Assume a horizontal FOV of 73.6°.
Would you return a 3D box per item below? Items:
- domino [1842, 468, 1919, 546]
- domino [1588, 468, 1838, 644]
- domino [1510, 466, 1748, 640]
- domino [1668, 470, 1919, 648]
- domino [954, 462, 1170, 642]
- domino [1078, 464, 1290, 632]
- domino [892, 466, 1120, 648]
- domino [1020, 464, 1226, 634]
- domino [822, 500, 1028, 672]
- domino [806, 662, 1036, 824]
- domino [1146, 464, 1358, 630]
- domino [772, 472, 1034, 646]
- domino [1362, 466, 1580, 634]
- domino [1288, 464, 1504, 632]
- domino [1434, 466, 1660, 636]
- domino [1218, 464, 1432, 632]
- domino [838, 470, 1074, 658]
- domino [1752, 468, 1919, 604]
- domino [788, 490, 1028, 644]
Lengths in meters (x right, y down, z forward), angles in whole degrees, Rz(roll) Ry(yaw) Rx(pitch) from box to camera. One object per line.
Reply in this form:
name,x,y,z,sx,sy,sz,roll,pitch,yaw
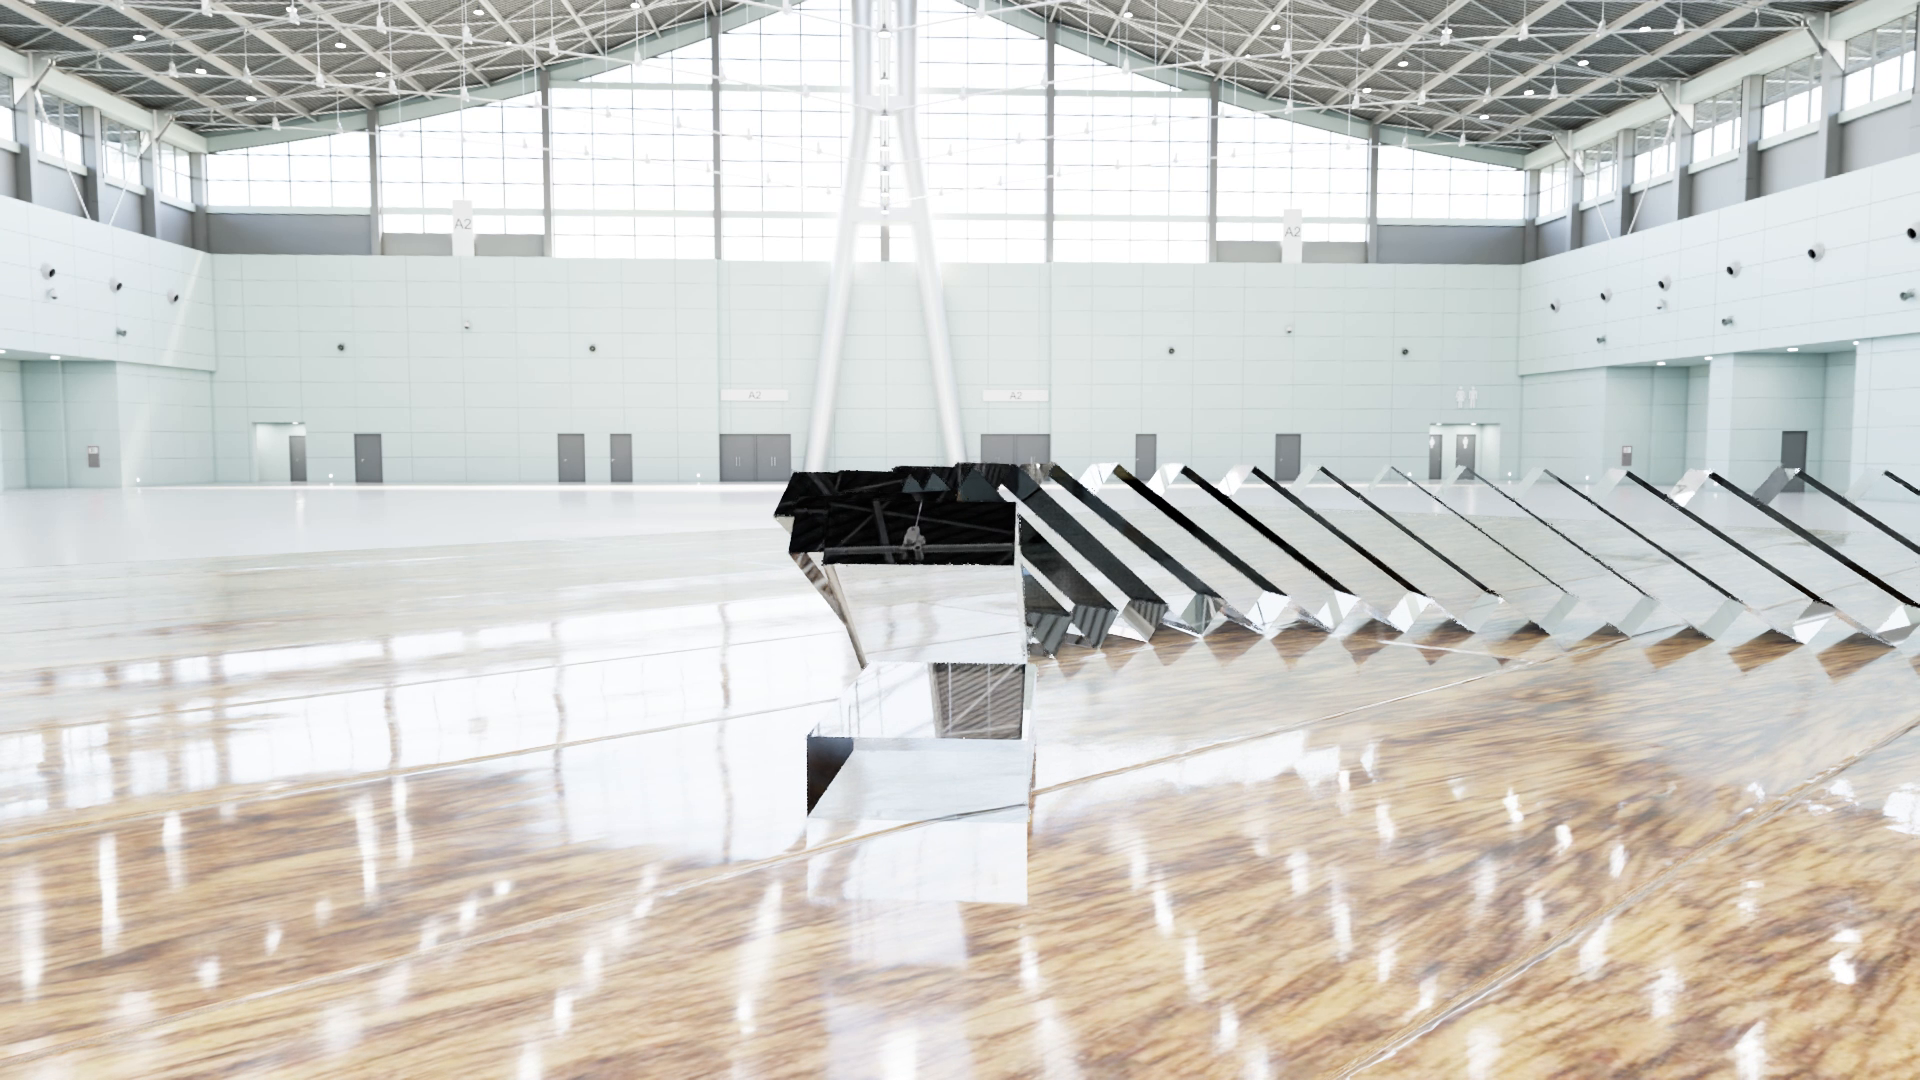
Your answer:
domino,0.216,0.003,0.274,0.050,0.009,0.025,41,21,20
domino,0.167,0.003,0.289,0.050,0.010,0.025,38,14,12
domino,0.151,0.002,0.293,0.050,0.009,0.025,38,15,12
domino,0.183,0.003,0.284,0.050,0.010,0.025,38,15,13
domino,0.020,0.002,0.278,0.050,0.010,0.025,41,-15,-25
domino,0.050,0.001,0.296,0.050,0.010,0.025,37,-2,-8
domino,0.008,0.004,0.264,0.050,0.010,0.025,43,-22,-32
domino,0.034,0.002,0.290,0.050,0.010,0.025,37,-6,-13
domino,-0.003,0.011,0.190,0.025,0.009,0.050,0,-28,5
domino,-0.003,0.025,0.169,0.025,0.009,0.050,0,4,5
domino,0.067,0.001,0.300,0.050,0.010,0.025,37,1,-4
domino,-0.009,0.006,0.232,0.025,0.009,0.050,3,-32,34
domino,0.118,0.001,0.301,0.050,0.010,0.025,38,12,10
domino,0.101,0.001,0.302,0.050,0.010,0.025,37,8,4
domino,0.135,0.002,0.298,0.050,0.010,0.025,38,14,11
domino,0.084,0.001,0.301,0.050,0.009,0.025,37,5,-1
domino,-0.002,0.005,0.249,0.025,0.010,0.050,4,-31,43
domino,0.200,0.003,0.279,0.050,0.010,0.025,39,17,16
domino,-0.007,0.009,0.208,0.025,0.010,0.050,-2,-28,15
